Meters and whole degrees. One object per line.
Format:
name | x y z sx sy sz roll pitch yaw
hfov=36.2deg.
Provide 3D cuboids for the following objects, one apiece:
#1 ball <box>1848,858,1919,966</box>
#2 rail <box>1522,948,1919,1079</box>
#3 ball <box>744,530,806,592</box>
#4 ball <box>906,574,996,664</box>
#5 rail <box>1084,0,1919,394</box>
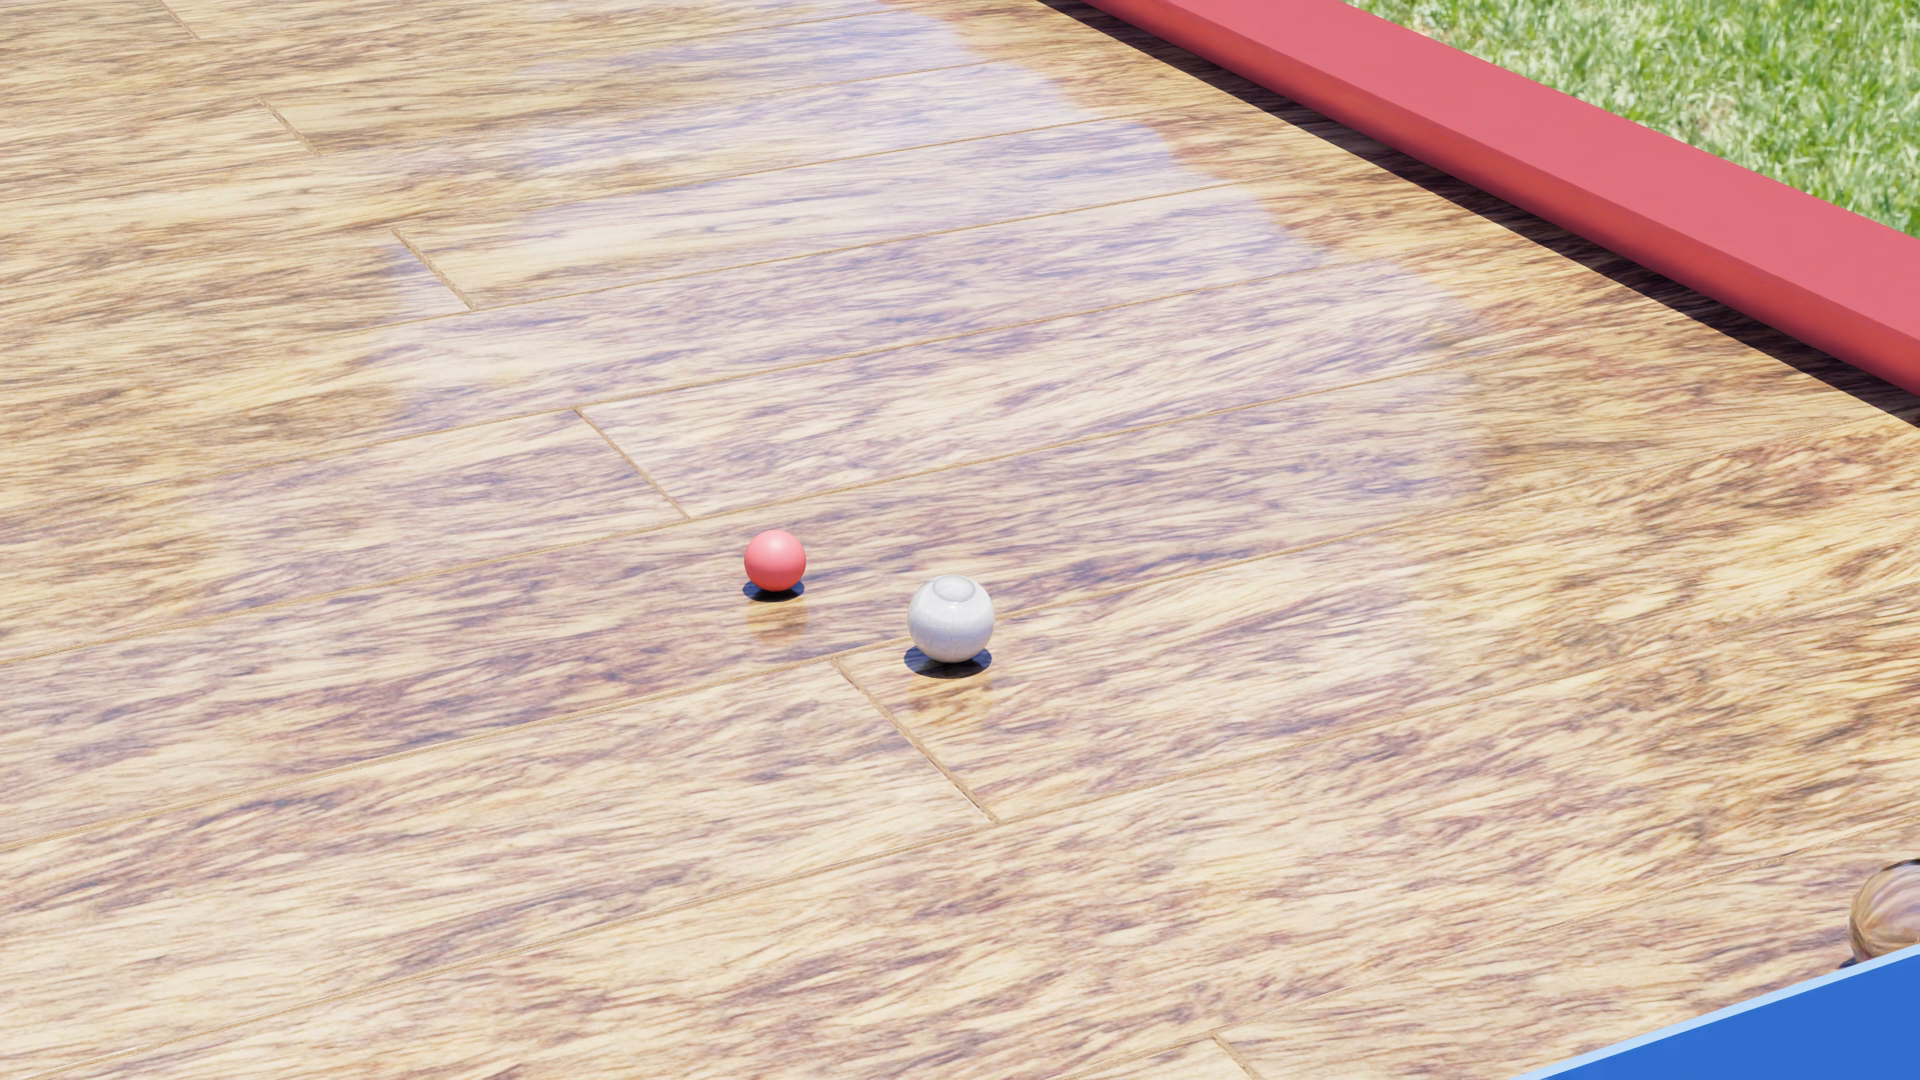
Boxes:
ball | 0.532 0.215 1.625 0.079 0.079 0.079 0 25 0
rail | 0.359 0.272 1.446 1.739 0.127 0.045 -12 28 -24
ball | -0.132 0.015 2.094 0.044 0.044 0.044 0 25 0
ball | -0.006 0.053 1.993 0.060 0.060 0.060 0 25 0
rail | 0.384 -0.497 3.086 0.045 0.127 3.253 -12 28 -24
